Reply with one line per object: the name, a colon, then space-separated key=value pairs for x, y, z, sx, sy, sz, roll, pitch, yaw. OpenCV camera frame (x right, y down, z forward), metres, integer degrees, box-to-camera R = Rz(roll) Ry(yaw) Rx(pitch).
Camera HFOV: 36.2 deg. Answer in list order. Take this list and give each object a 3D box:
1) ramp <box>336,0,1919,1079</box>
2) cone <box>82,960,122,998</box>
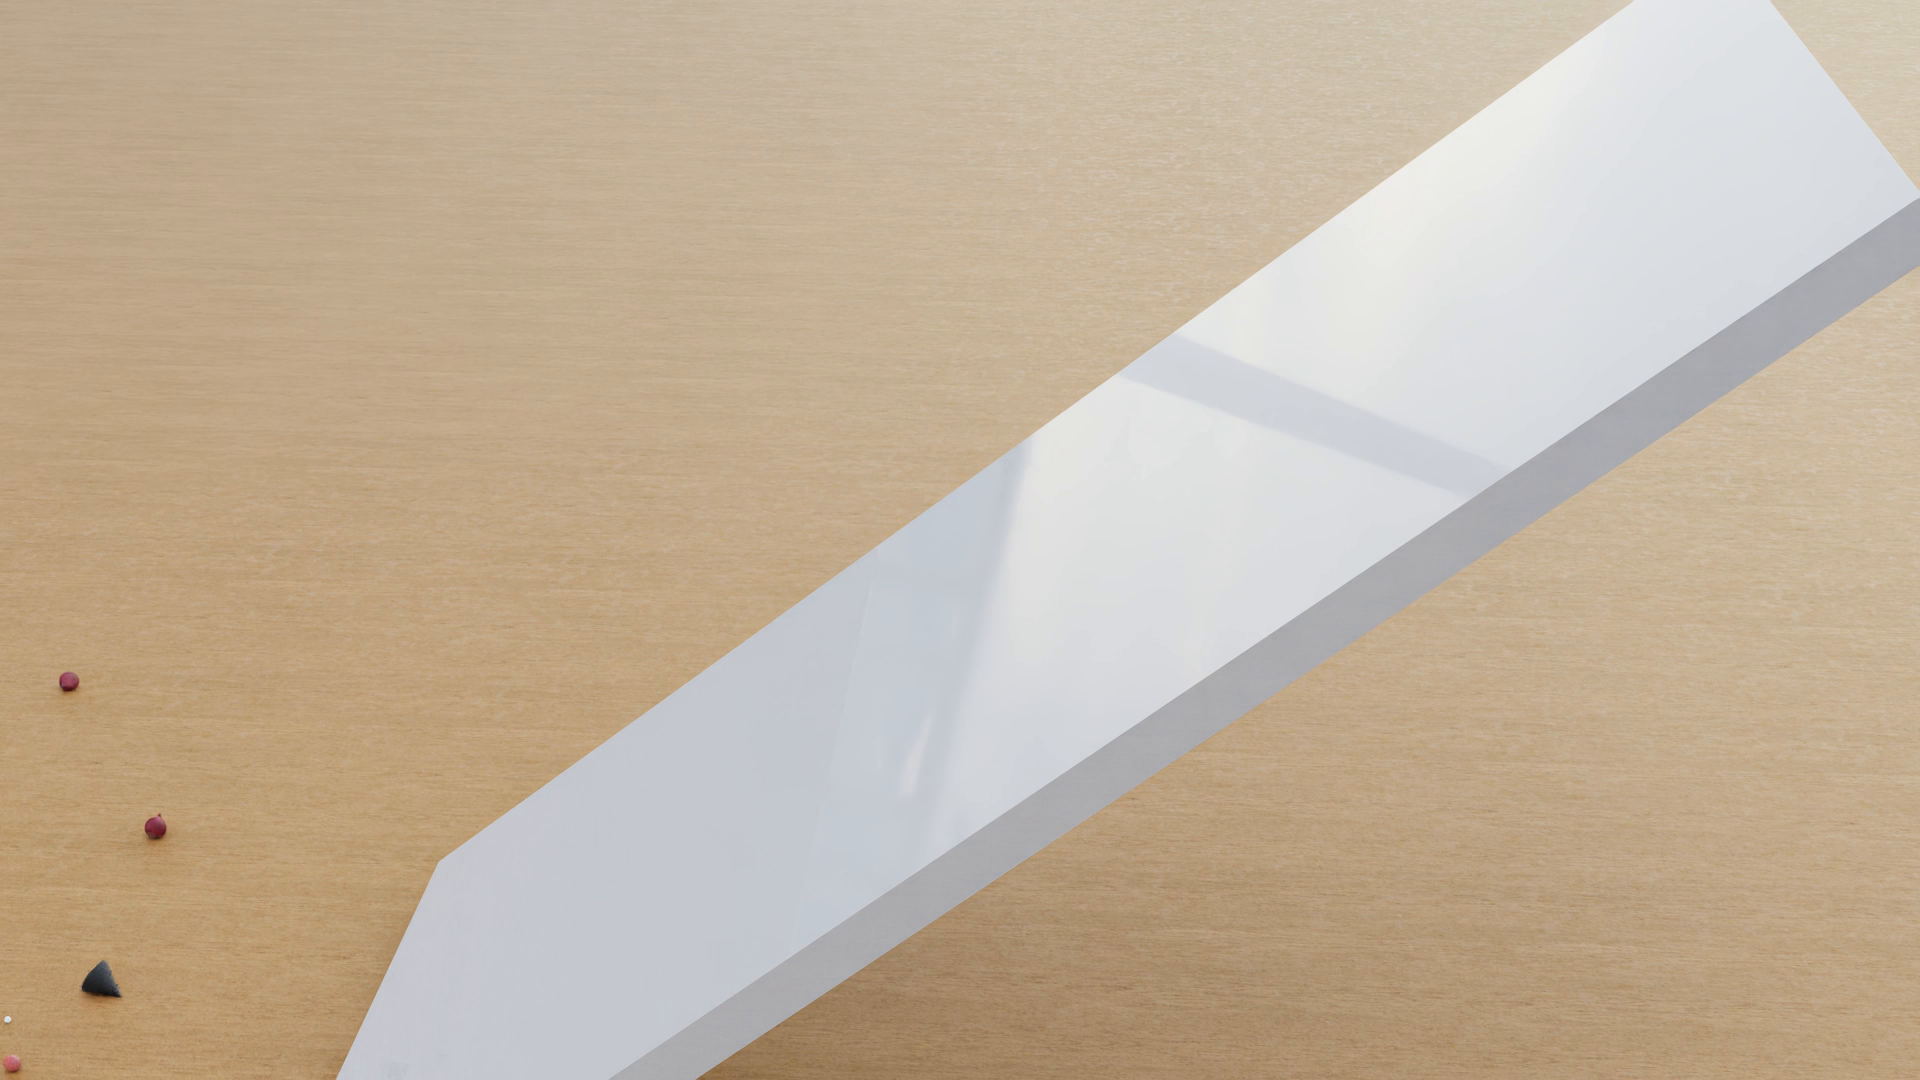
ramp: x=0.123 y=0.184 z=6.336 sx=4.000 sy=0.100 sz=2.000 roll=-35 pitch=16 yaw=18
cone: x=-2.136 y=1.121 z=7.376 sx=0.093 sy=0.093 sz=0.093 roll=35 pitch=33 yaw=10
